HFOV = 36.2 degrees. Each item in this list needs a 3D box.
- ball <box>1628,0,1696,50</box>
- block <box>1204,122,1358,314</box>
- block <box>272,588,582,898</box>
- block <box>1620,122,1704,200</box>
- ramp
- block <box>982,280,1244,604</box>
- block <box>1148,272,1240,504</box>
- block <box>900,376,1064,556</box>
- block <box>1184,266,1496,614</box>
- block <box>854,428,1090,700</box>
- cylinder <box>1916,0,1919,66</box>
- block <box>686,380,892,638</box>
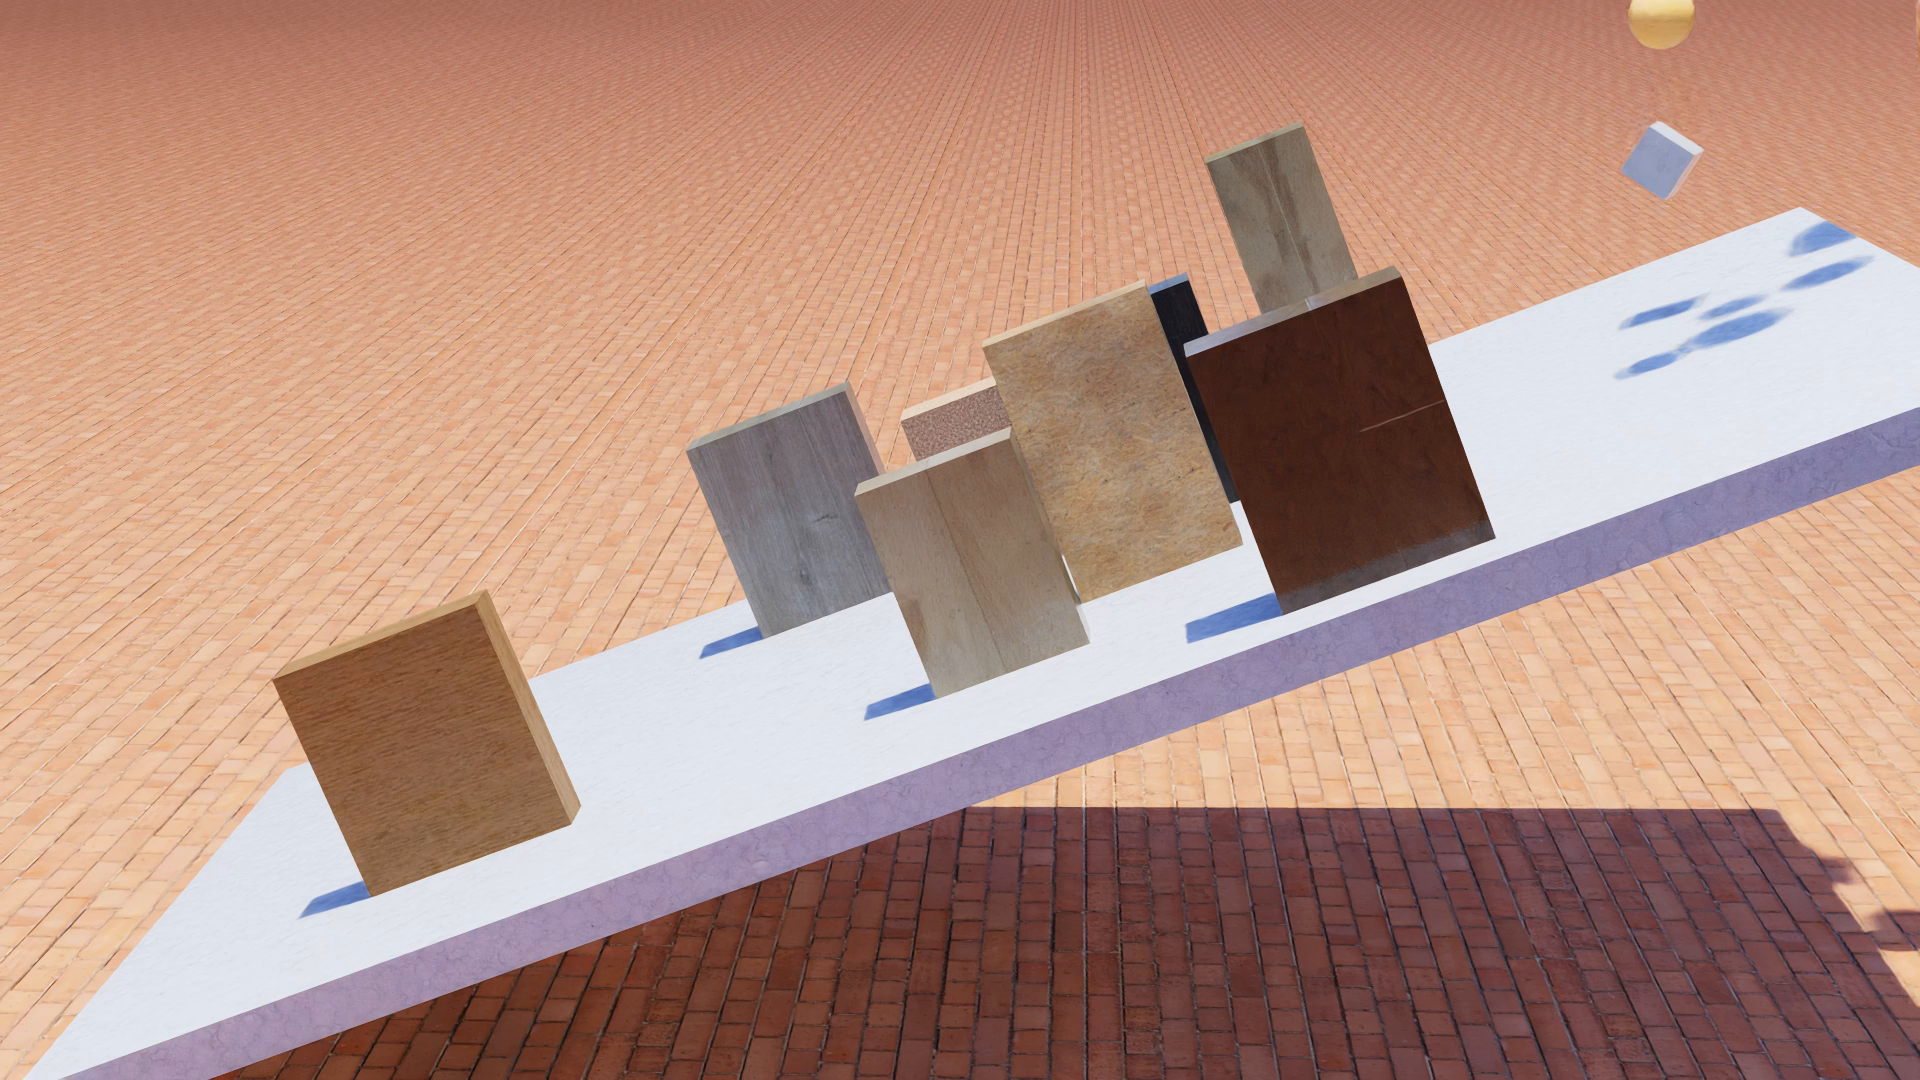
[{"bbox_3d":[1.404,-1.048,5.888,0.131,0.131,0.131,0,13,0],"label":"ball"},{"bbox_3d":[0.802,-0.648,6.959,0.241,0.628,0.122,-20,12,7],"label":"block"},{"bbox_3d":[-1.069,0.410,5.922,0.442,0.489,0.122,-20,12,7],"label":"block"},{"bbox_3d":[1.530,-0.826,6.406,0.116,0.116,0.116,36,25,13],"label":"block"},{"bbox_3d":[0.121,0.175,6.293,4.000,0.100,2.000,-20,12,7],"label":"ramp"},{"bbox_3d":[0.312,-0.198,5.977,0.349,0.568,0.093,-20,12,7],"label":"block"},{"bbox_3d":[0.449,-0.296,6.362,0.272,0.489,0.118,-20,12,7],"label":"block"},{"bbox_3d":[0.082,-0.139,6.514,0.293,0.409,0.129,-20,12,7],"label":"block"},{"bbox_3d":[0.690,-0.182,5.362,0.408,0.512,0.142,-20,12,7],"label":"block"},{"bbox_3d":[0.027,0.045,5.725,0.320,0.434,0.112,-20,12,7],"label":"block"},{"bbox_3d":[2.018,-1.038,5.974,0.141,0.141,0.141,-8,20,3],"label":"cylinder"},{"bbox_3d":[-0.356,-0.069,6.817,0.395,0.477,0.130,-20,12,7],"label":"block"}]
